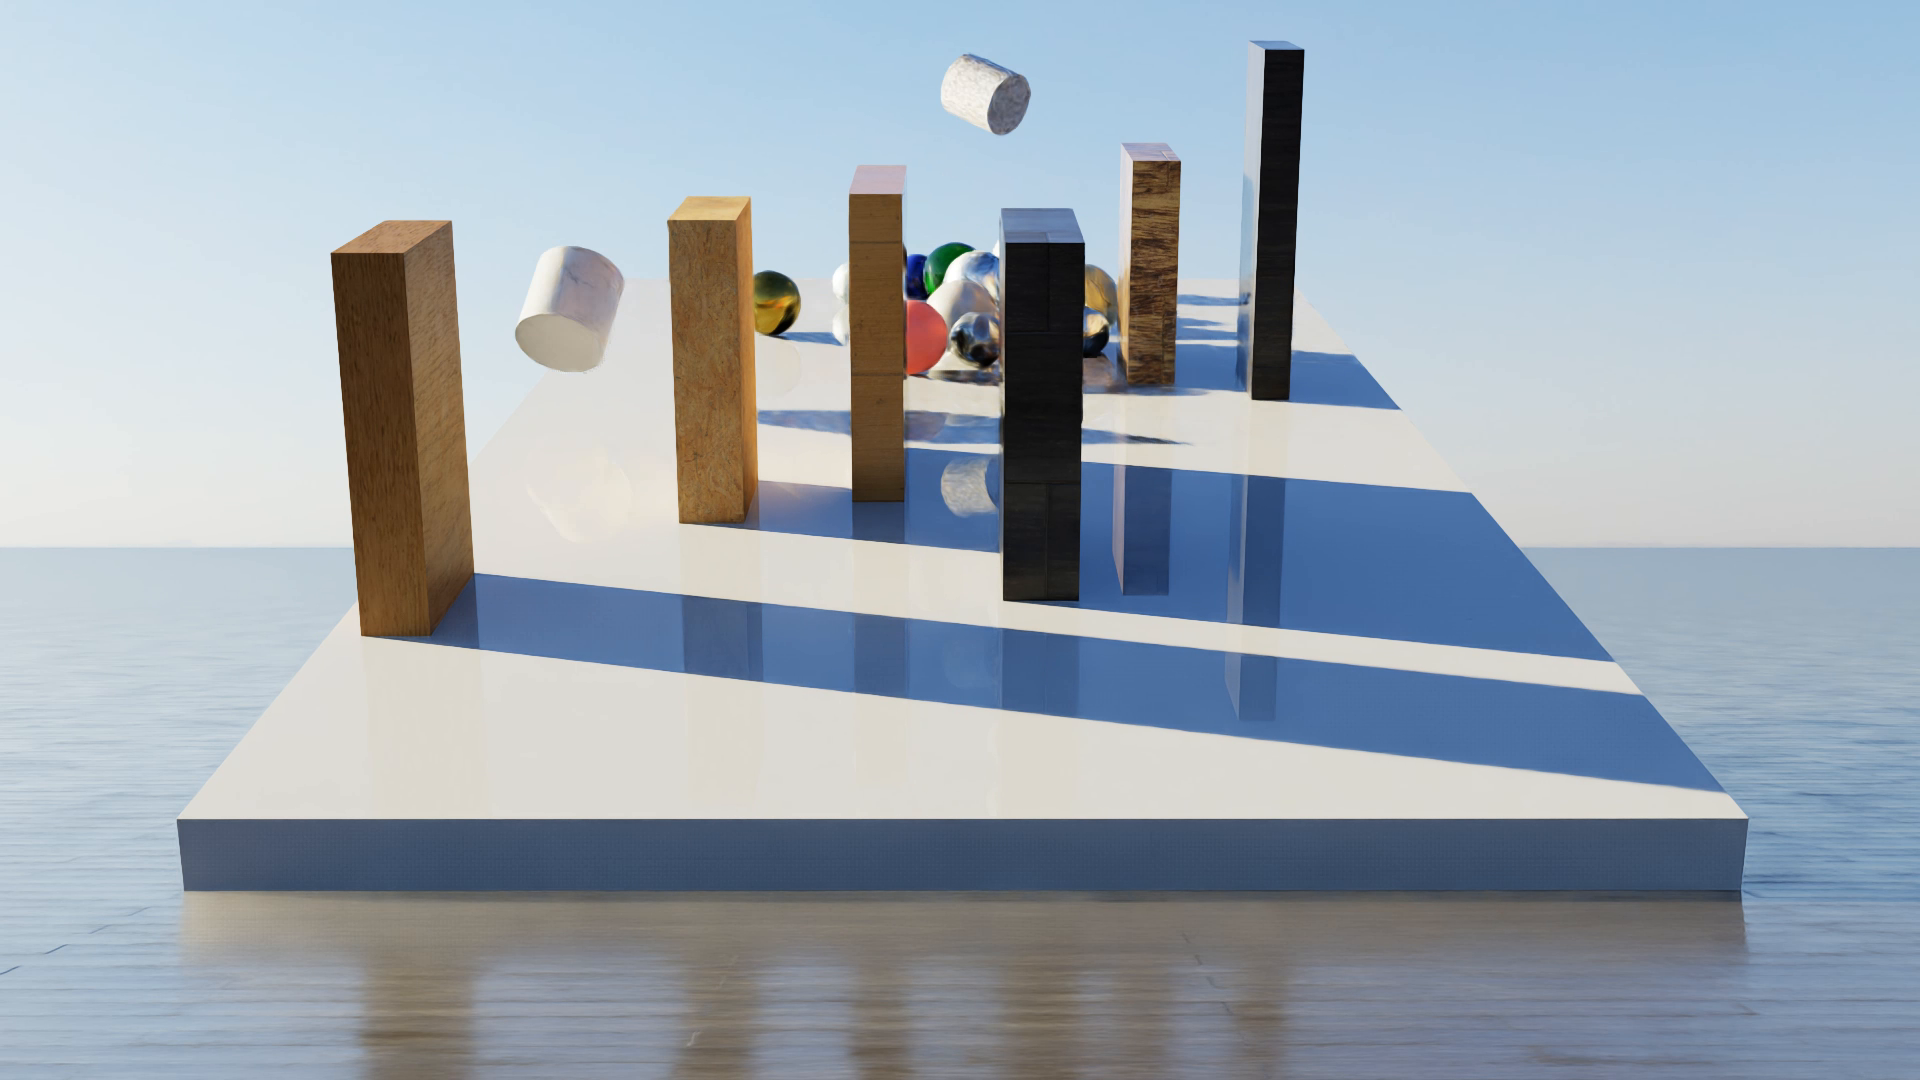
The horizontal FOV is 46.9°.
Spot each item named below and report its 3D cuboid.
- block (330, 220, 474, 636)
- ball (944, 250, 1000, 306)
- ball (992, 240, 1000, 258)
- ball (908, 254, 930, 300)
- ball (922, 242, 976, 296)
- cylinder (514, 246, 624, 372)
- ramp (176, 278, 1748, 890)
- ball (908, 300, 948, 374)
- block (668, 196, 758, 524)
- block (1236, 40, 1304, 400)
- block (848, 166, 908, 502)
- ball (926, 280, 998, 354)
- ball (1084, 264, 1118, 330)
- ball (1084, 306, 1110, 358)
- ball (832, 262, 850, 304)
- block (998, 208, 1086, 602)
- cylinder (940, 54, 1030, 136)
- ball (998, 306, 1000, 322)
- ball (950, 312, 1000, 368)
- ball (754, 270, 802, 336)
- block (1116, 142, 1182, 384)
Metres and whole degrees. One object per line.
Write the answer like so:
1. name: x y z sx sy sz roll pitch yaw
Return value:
1. block: -0.891 -0.187 3.571 0.110 0.608 0.336 0 17 0
2. ball: 0.050 -0.686 5.987 0.190 0.190 0.190 0 0 0
3. ball: 0.181 -0.814 6.440 0.178 0.178 0.178 0 0 0
4. ball: -0.122 -0.742 6.274 0.134 0.134 0.134 0 0 0
5. ball: -0.013 -0.734 6.158 0.186 0.186 0.186 0 0 0
6. cylinder: -0.886 -0.524 5.035 0.204 0.204 0.204 7 -34 5
7. ramp: -0.002 -0.167 4.749 2.000 0.100 4.000 0 17 0
8. ball: -0.118 -0.491 5.347 0.179 0.179 0.179 0 0 0
9. block: -0.462 -0.345 4.182 0.121 0.563 0.312 0 17 0
10. block: 0.714 -0.742 5.123 0.088 0.790 0.285 0 17 0
11. block: -0.158 -0.417 4.377 0.100 0.591 0.432 0 17 0
12. ball: 0.003 -0.560 5.567 0.188 0.188 0.188 0 0 0
13. ball: 0.311 -0.608 5.678 0.203 0.203 0.203 0 0 0
14. ball: 0.312 -0.519 5.538 0.126 0.126 0.126 0 0 0
15. ball: -0.298 -0.722 6.222 0.124 0.124 0.124 0 0 0
16. block: 0.134 -0.240 3.772 0.126 0.596 0.389 0 17 0
17. cylinder: 0.072 -1.254 6.234 0.179 0.179 0.179 31 18 32
18. ball: 0.153 -0.553 5.633 0.137 0.137 0.137 0 0 0
19. ball: 0.043 -0.490 5.420 0.138 0.138 0.138 0 0 0
20. ball: -0.500 -0.621 5.804 0.169 0.169 0.169 0 0 0
21. block: 0.453 -0.675 5.359 0.112 0.526 0.367 0 17 0
